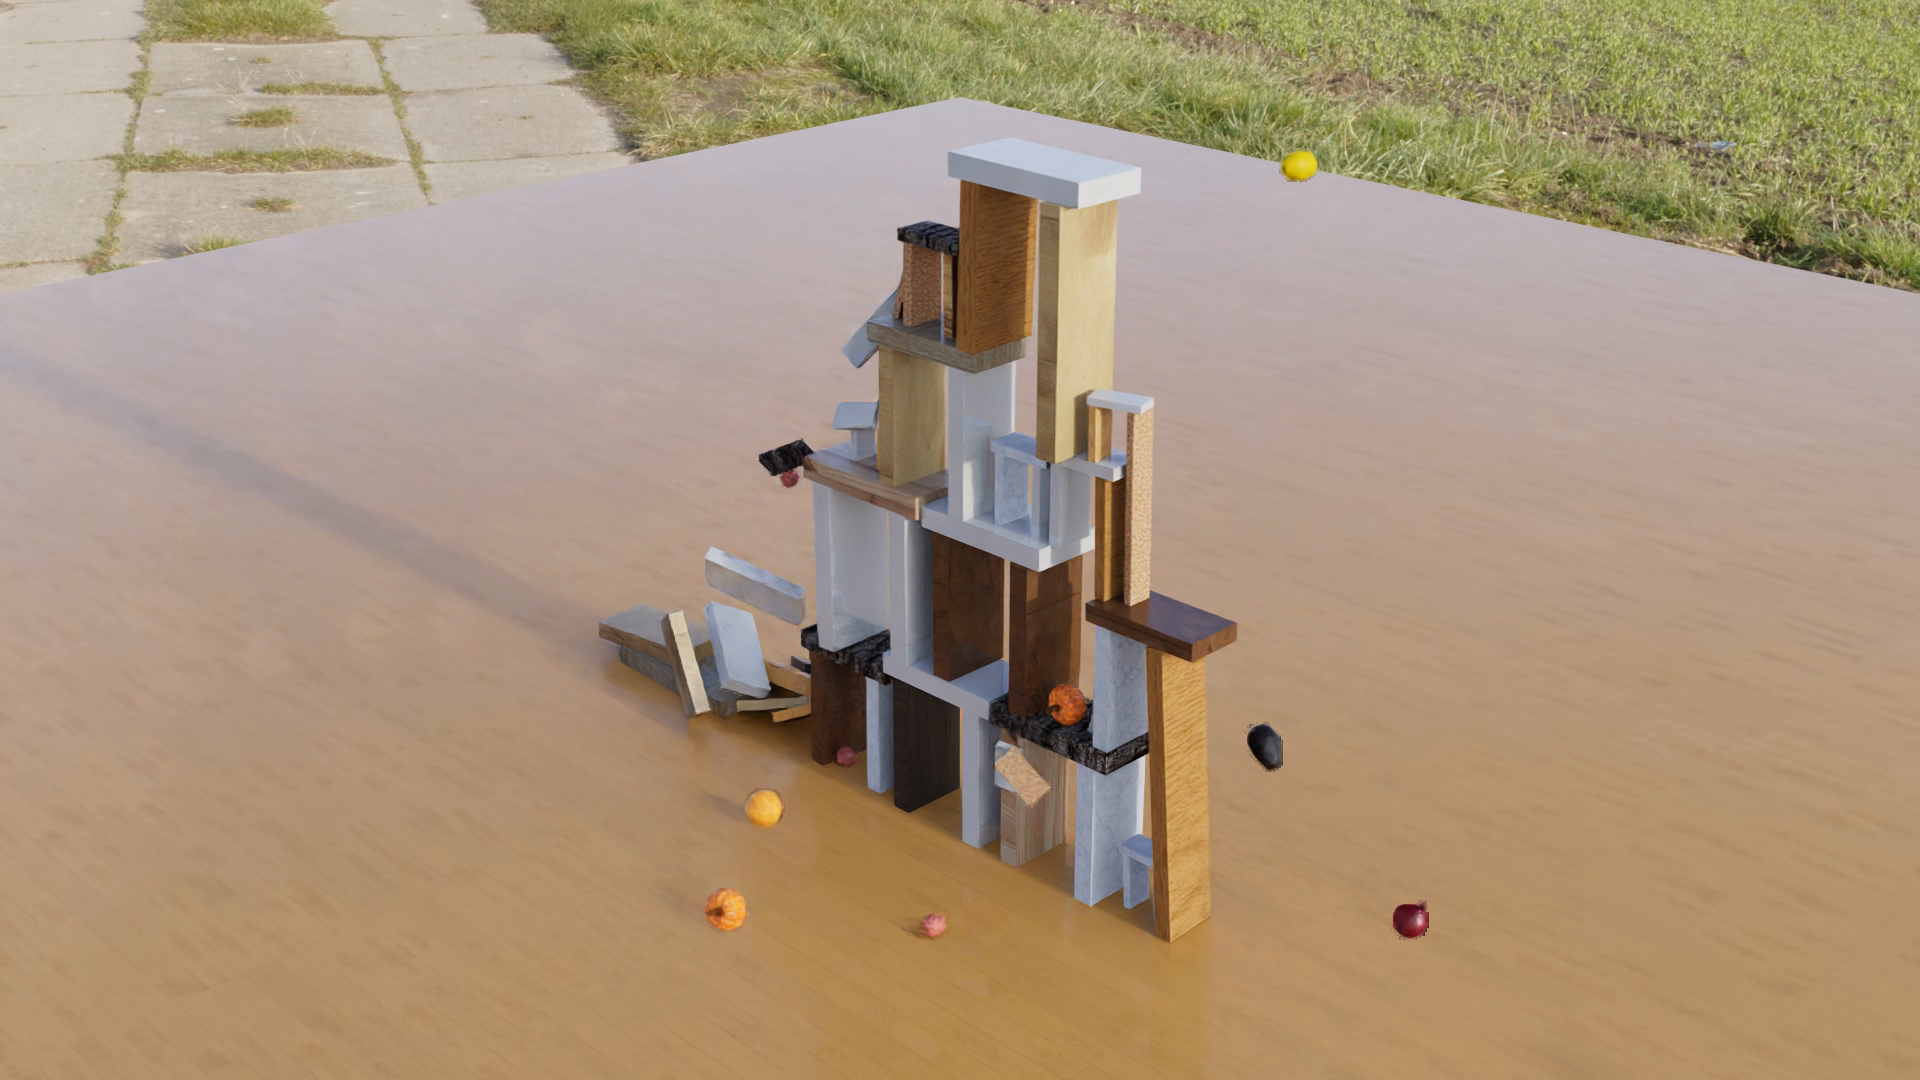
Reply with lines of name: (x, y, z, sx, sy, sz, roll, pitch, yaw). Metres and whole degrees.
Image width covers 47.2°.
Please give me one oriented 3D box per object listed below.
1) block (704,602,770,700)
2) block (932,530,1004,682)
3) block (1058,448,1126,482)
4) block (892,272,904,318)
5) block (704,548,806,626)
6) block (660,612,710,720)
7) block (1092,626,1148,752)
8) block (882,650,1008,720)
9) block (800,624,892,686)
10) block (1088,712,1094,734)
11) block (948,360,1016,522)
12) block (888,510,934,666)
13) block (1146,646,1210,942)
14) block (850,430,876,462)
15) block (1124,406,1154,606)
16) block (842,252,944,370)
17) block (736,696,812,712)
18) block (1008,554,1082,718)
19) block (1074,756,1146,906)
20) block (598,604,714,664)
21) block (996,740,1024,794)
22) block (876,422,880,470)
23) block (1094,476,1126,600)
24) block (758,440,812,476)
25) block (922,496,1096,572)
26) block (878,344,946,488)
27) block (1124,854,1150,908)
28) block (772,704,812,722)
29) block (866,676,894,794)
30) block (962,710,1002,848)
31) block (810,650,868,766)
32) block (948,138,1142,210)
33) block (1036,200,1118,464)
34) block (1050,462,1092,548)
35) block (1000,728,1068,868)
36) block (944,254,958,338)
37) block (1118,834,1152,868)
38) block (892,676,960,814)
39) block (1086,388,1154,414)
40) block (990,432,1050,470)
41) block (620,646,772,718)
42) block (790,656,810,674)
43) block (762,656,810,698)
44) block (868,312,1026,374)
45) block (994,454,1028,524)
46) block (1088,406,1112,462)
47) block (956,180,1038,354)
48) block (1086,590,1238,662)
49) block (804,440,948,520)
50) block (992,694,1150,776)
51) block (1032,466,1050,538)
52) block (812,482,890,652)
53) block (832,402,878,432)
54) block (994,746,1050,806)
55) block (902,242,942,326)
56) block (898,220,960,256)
block: (-0.490, 0.241, 4.836, 0.112, 0.032, 0.223, 20, 37, -37)
block: (0.017, 0.108, 4.257, 0.043, 0.304, 0.152, 21, 31, 41)
block: (0.234, -0.145, 3.904, 0.164, 0.023, 0.082, 19, 30, 38)
block: (-0.094, -0.469, 4.128, 0.015, 0.104, 0.052, 36, 39, 27)
block: (-0.433, 0.099, 4.656, 0.223, 0.112, 0.032, 24, 59, 11)
block: (-0.600, 0.274, 4.795, 0.032, 0.223, 0.112, -14, -7, -19)
block: (0.298, 0.252, 4.002, 0.035, 0.246, 0.123, 21, 31, 41)
block: (0.003, 0.265, 4.330, 0.294, 0.042, 0.147, 21, 31, 41)
block: (-0.194, 0.221, 4.528, 0.259, 0.037, 0.130, 21, 31, 41)
block: (0.268, 0.309, 4.054, 0.050, 0.100, 0.014, -21, 48, -41)
block: (0.041, -0.195, 4.093, 0.039, 0.295, 0.139, 21, 31, 40)
block: (-0.065, 0.073, 4.320, 0.159, 0.319, 0.045, -21, 31, -41)
block: (0.396, 0.444, 3.974, 0.035, 0.578, 0.123, 15, 27, 41)
block: (-0.190, -0.212, 4.332, 0.015, 0.105, 0.053, 22, 32, 37)
block: (0.314, -0.059, 3.867, 0.052, 0.362, 0.015, -21, 30, -40)
block: (-0.112, -0.454, 4.222, 0.052, 0.302, 0.015, 50, 16, 22)
block: (-0.403, 0.360, 4.815, 0.156, 0.022, 0.078, -4, -7, 8)
block: (0.160, 0.165, 4.127, 0.043, 0.308, 0.152, 21, 31, 40)
block: (0.282, 0.530, 4.140, 0.041, 0.291, 0.145, 21, 31, 41)
block: (-0.690, 0.220, 5.095, 0.272, 0.039, 0.136, 16, 28, 33)
block: (0.092, 0.425, 4.111, 0.050, 0.100, 0.014, 19, 40, 24)
block: (-0.137, -0.191, 4.283, 0.053, 0.105, 0.015, -21, 36, -41)
block: (0.277, -0.013, 3.924, 0.082, 0.235, 0.023, -21, 30, -40)
block: (-0.350, -0.167, 4.462, 0.104, 0.052, 0.015, -19, 41, 26)
block: (0.089, -0.025, 4.124, 0.304, 0.043, 0.152, 21, 31, 40)
block: (-0.091, -0.253, 4.208, 0.039, 0.278, 0.139, 22, 31, 40)
block: (0.331, 0.631, 4.130, 0.056, 0.112, 0.016, -21, 28, -41)
block: (-0.329, 0.370, 4.747, 0.078, 0.022, 0.156, -3, -10, -40)
block: (-0.132, 0.380, 4.533, 0.130, 0.259, 0.037, -21, 31, -41)
block: (0.072, 0.446, 4.332, 0.042, 0.294, 0.147, 21, 31, 41)
block: (-0.250, 0.336, 4.636, 0.130, 0.259, 0.037, -17, 29, -34)
block: (0.143, -0.635, 3.795, 0.156, 0.044, 0.312, -21, 31, -40)
block: (0.202, -0.372, 3.822, 0.044, 0.459, 0.156, 19, 30, 38)
block: (0.200, -0.075, 3.979, 0.082, 0.164, 0.023, -20, 30, -39)
block: (0.145, 0.476, 4.266, 0.041, 0.291, 0.145, 21, 31, 41)
block: (0.006, -0.454, 4.025, 0.022, 0.158, 0.079, 21, 31, 40)
block: (0.355, 0.582, 4.082, 0.112, 0.016, 0.056, 21, 31, 40)
block: (-0.067, 0.392, 4.460, 0.042, 0.294, 0.147, 21, 31, 41)
block: (0.278, -0.240, 3.812, 0.104, 0.015, 0.052, 12, 26, 27)
block: (0.129, -0.164, 4.020, 0.138, 0.020, 0.069, 21, 31, 40)
block: (-0.604, 0.302, 5.000, 0.136, 0.039, 0.390, -20, 30, -39)
block: (-0.320, 0.277, 4.772, 0.067, 0.019, 0.227, 14, -2, -12)
block: (-0.393, 0.302, 4.911, 0.272, 0.039, 0.136, 18, -2, 38)
block: (-0.026, -0.374, 4.088, 0.278, 0.039, 0.139, 21, 31, 40)
block: (0.096, -0.103, 4.079, 0.069, 0.138, 0.020, -21, 31, -41)
block: (0.246, -0.193, 3.853, 0.015, 0.104, 0.052, 16, 28, 33)
block: (0.066, -0.502, 3.939, 0.044, 0.312, 0.156, 23, 32, 38)
block: (0.355, 0.145, 3.894, 0.123, 0.035, 0.246, -21, 31, -41)
block: (-0.141, -0.123, 4.317, 0.319, 0.045, 0.159, 21, 31, 40)
block: (0.213, 0.350, 4.139, 0.291, 0.041, 0.145, 21, 31, 41)
block: (0.162, -0.078, 4.020, 0.069, 0.138, 0.020, -21, 31, -40)
block: (-0.219, 0.034, 4.462, 0.045, 0.359, 0.159, 20, 30, 40)
block: (-0.198, -0.238, 4.236, 0.105, 0.053, 0.015, 0, -22, 41)
block: (0.114, 0.435, 4.050, 0.100, 0.050, 0.014, 49, 4, 10)
block: (-0.070, -0.483, 4.093, 0.022, 0.157, 0.079, 21, 31, 40)
block: (-0.032, -0.552, 4.025, 0.079, 0.022, 0.158, -21, 31, -41)
